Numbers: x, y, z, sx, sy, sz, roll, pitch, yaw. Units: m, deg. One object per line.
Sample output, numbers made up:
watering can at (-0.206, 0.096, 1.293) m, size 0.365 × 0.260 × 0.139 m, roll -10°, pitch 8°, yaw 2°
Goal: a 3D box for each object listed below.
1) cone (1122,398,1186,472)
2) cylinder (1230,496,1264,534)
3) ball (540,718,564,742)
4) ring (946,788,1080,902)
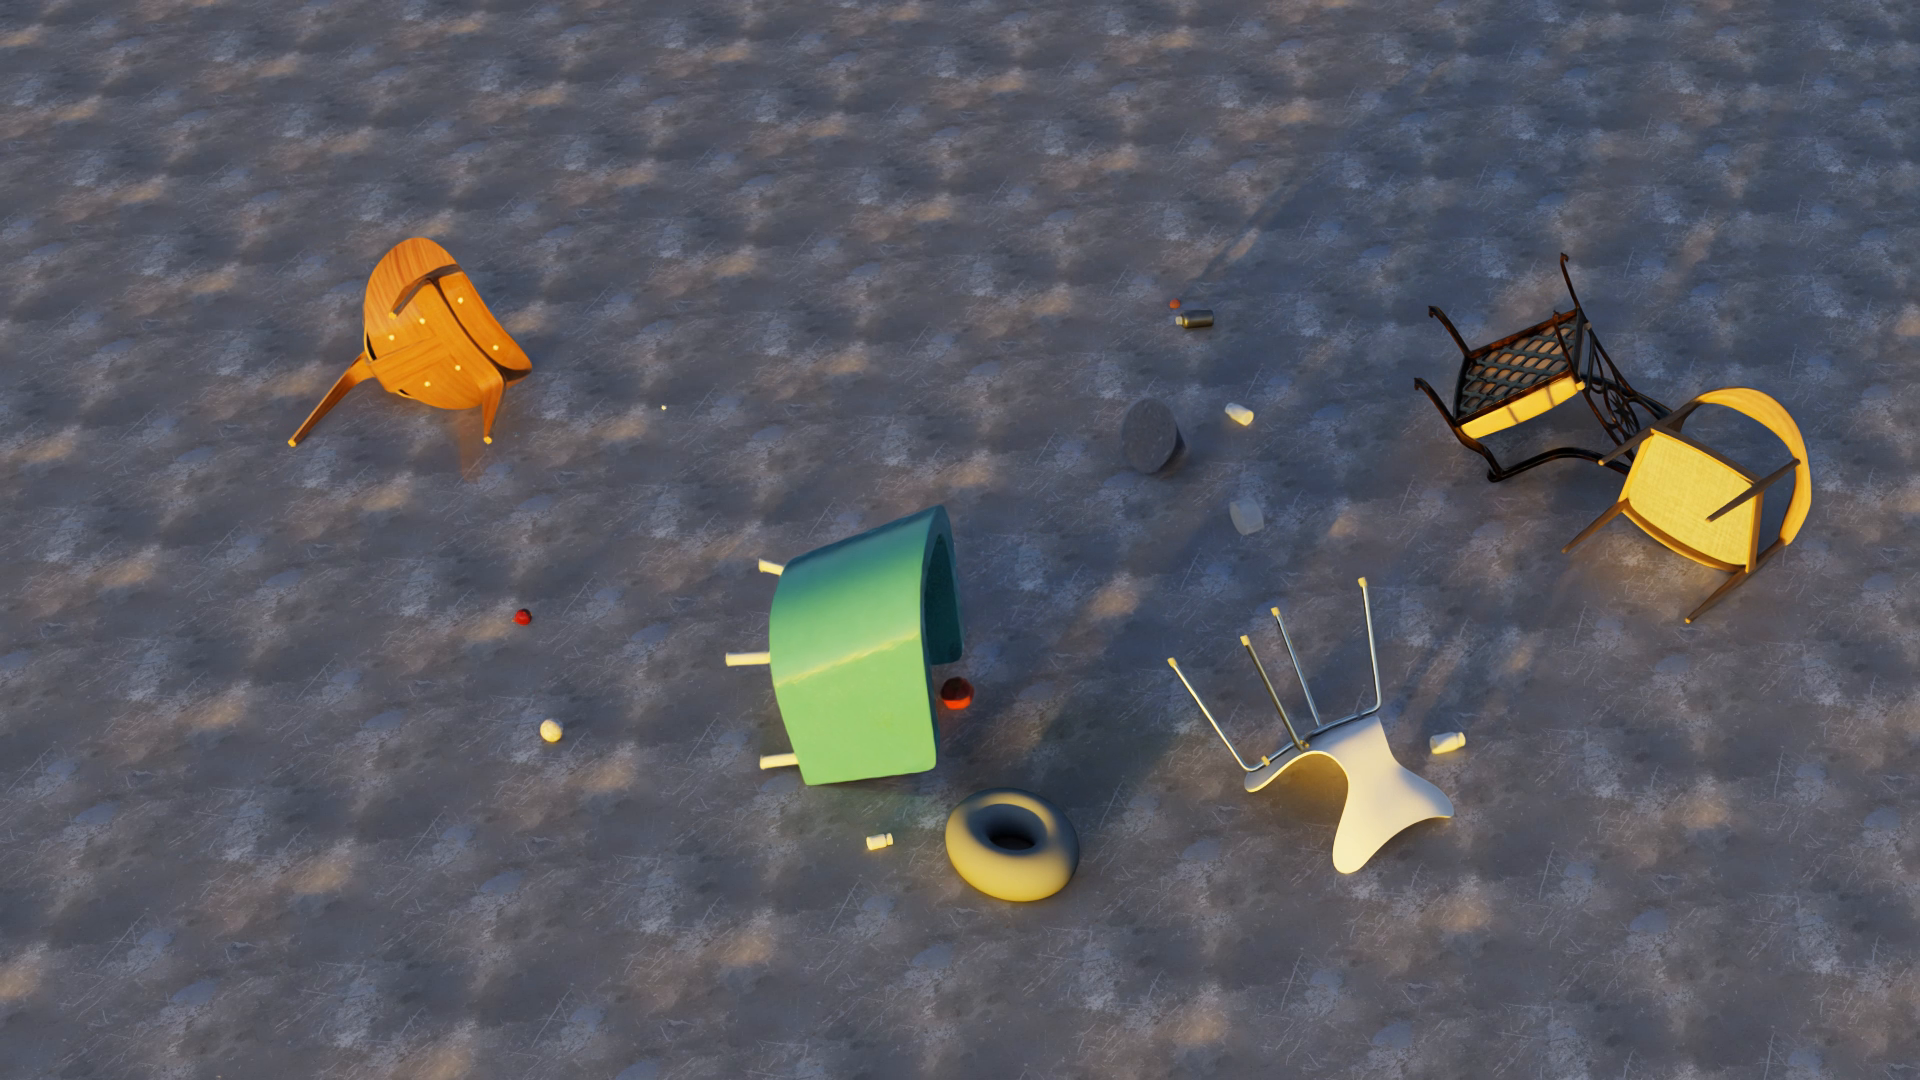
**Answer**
cone at (0.808, -0.382, 11.416) m, size 0.219 × 0.273 × 0.314 m, roll 16°, pitch 35°, yaw -42°
cylinder at (1.074, -0.091, 10.984) m, size 0.078 × 0.086 × 0.133 m, roll -18°, pitch 78°, yaw -25°
ball at (-1.377, 0.640, 9.900) m, size 0.080 × 0.080 × 0.080 m, roll 0°, pitch 33°, yaw 0°
ring at (0.166, 0.966, 9.331) m, size 0.405 × 0.165 × 0.484 m, roll -19°, pitch 39°, yaw -24°
